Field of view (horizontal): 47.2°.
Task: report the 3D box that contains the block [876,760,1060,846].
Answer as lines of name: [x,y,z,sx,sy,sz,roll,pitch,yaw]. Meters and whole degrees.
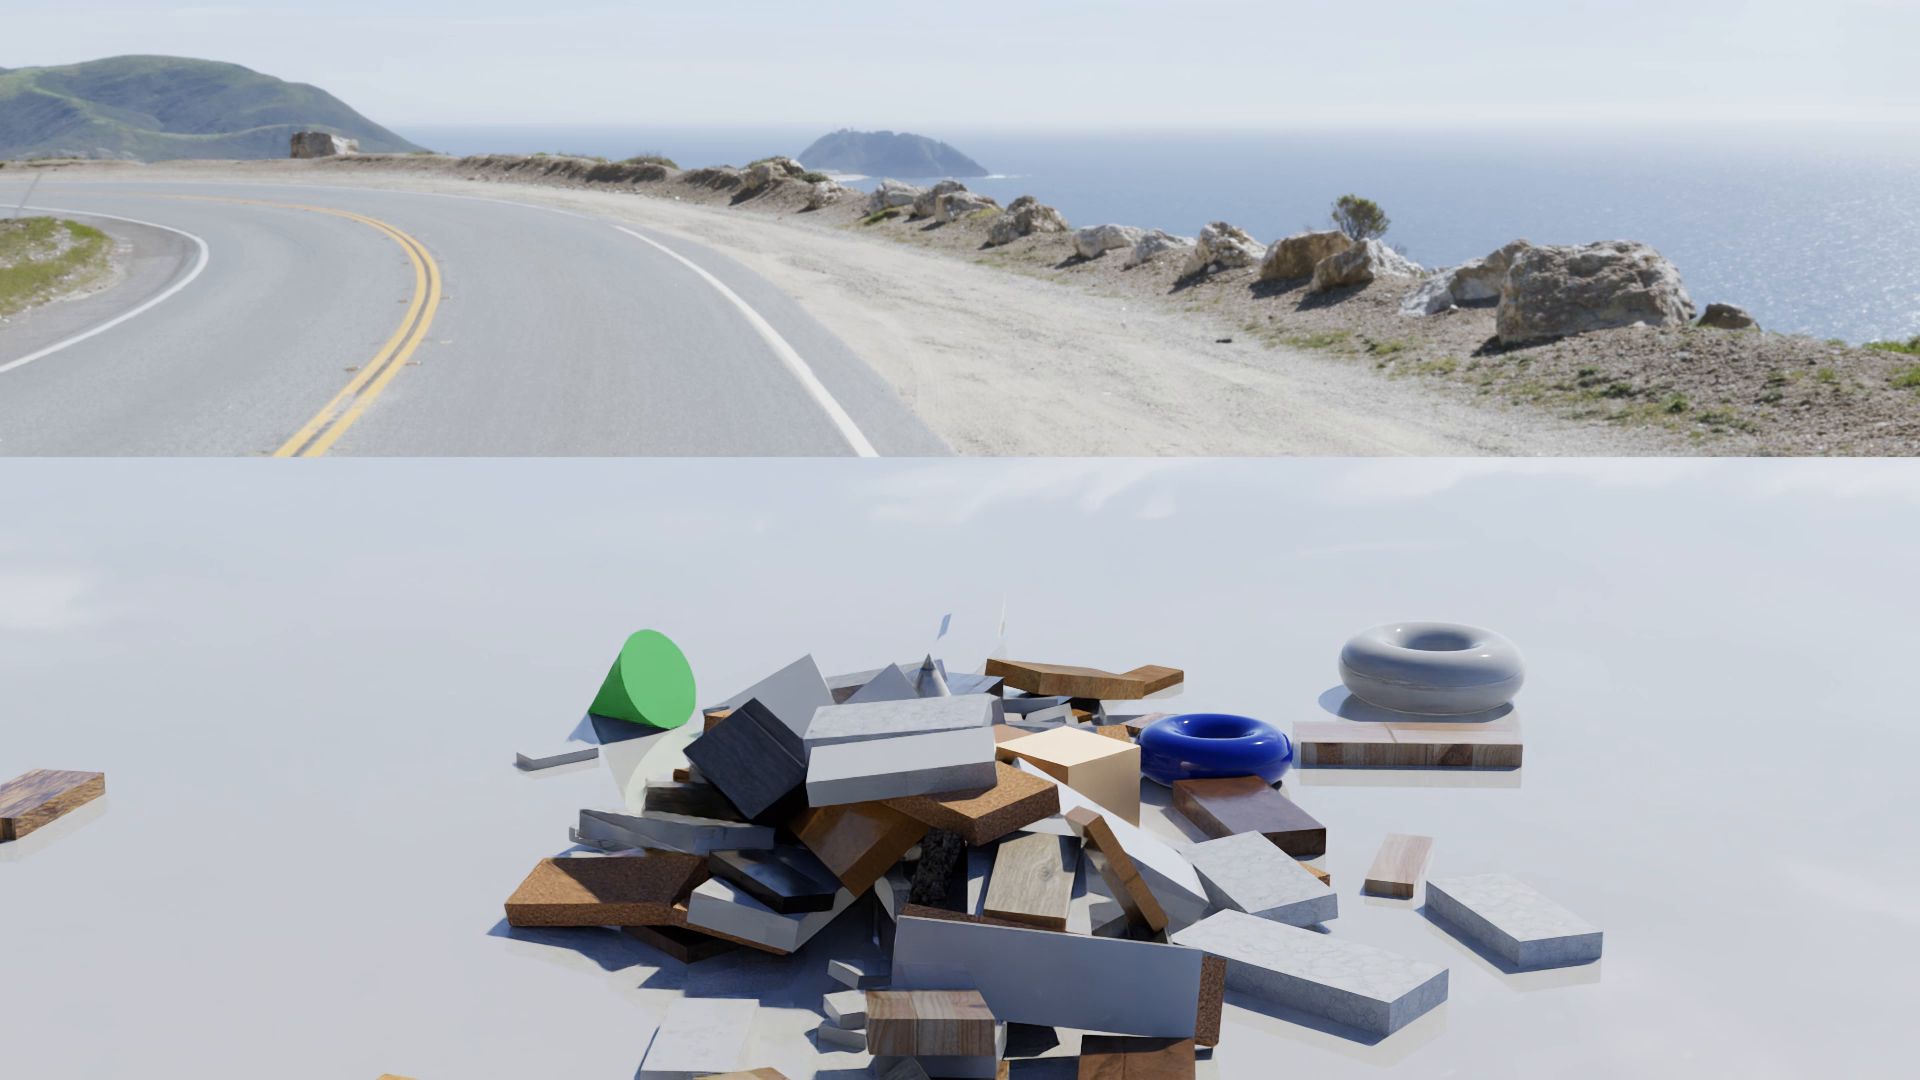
block: [-0.045,0.377,3.479,0.159,0.045,0.452,-18,19,-33]

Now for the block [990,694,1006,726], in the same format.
block: [-0.068,0.414,4.042,0.382,0.111,0.031,-26,24,-32]

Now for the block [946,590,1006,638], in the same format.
block: [0.026,0.257,5.227,0.126,0.036,1.187,1,11,3]

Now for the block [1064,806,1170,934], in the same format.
block: [0.234,0.494,3.302,0.028,0.199,0.099,-35,11,-14]

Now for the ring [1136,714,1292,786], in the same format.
ring: [0.497,0.417,4.323,0.313,0.104,0.313,0,9,0]

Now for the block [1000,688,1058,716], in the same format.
block: [0.143,0.349,4.764,0.126,0.036,0.251,0,2,-1]

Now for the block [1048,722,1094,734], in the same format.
block: [0.168,0.427,4.174,0.095,0.027,0.190,13,46,40]

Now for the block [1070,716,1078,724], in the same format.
block: [0.201,0.395,4.511,0.090,0.026,0.181,-15,2,2]

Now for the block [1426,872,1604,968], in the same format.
block: [0.877,0.601,3.499,0.145,0.041,0.291,-3,11,-16]

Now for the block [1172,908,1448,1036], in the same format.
block: [0.511,0.638,3.274,0.386,0.049,0.174,9,14,39]

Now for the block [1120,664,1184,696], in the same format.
block: [0.422,0.323,5.035,0.095,0.027,0.190,8,13,36]

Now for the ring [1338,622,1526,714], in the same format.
ring: [1.059,0.284,4.941,0.417,0.139,0.417,-1,12,0]

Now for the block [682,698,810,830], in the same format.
block: [-0.345,0.386,3.762,0.159,0.045,0.318,-36,30,-14]

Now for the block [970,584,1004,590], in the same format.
block: [0.043,0.262,5.364,0.089,0.025,1.401,1,11,3]

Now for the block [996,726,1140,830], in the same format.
block: [0.189,0.453,3.900,0.184,0.184,0.184,-10,14,-42]

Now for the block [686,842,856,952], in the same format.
block: [-0.284,0.559,3.481,0.174,0.049,0.348,13,8,13]

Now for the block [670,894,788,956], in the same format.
block: [-0.345,0.596,3.418,0.190,0.027,0.095,13,8,12]

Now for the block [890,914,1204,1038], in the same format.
block: [0.116,0.597,2.996,0.418,0.123,0.035,7,-5,-3]

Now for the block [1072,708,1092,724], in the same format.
block: [0.224,0.380,4.673,0.107,0.015,0.054,-9,13,-39]

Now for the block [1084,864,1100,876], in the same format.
block: [0.263,0.535,3.744,0.161,0.081,0.023,10,14,42]

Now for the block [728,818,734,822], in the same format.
block: [-0.443,0.506,3.782,0.122,0.017,0.061,-7,12,-19]

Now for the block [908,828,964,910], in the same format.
block: [-0.047,0.530,3.269,0.028,0.199,0.099,18,-10,-14]

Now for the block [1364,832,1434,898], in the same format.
block: [0.758,0.557,3.783,0.081,0.023,0.261,4,11,19]

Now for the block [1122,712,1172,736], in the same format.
block: [0.398,0.385,4.587,0.064,0.018,0.128,9,14,41]

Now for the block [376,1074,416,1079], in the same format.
block: [-0.734,0.746,2.716,0.145,0.041,0.291,4,11,20]

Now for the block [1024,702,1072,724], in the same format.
block: [0.181,0.372,4.540,0.091,0.026,0.182,-14,2,7]

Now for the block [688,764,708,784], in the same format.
block: [-0.403,0.417,4.099,0.161,0.046,0.322,6,1,0]

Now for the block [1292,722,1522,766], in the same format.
block: [0.908,0.415,4.486,0.440,0.046,0.161,0,11,2]

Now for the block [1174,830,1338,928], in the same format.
block: [0.484,0.563,3.621,0.152,0.043,0.304,-10,15,-15]

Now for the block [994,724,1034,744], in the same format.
block: [0.071,0.443,4.025,0.159,0.159,0.159,-10,14,-42]

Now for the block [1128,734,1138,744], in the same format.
block: [0.365,0.415,4.540,0.089,0.025,0.178,6,12,29]

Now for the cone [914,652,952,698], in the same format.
cone: [-0.059,0.351,4.191,0.280,0.280,0.280,0,11,0]

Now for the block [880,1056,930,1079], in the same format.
block: [-0.103,0.703,2.575,0.191,0.027,0.095,-38,57,-6]

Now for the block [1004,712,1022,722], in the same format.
block: [0.077,0.372,4.462,0.064,0.018,0.128,-26,-14,17]

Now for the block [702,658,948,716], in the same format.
block: [-0.285,0.321,4.531,0.559,0.048,0.168,-12,4,43]

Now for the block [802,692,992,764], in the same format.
block: [-0.099,0.306,3.591,0.291,0.041,0.145,-5,16,8]

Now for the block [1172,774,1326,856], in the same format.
block: [0.522,0.503,4.007,0.168,0.048,0.336,-3,11,-13]

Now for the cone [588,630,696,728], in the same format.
cone: [-0.730,0.337,4.759,0.224,0.224,0.224,-25,-4,31]

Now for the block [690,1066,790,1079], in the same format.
block: [-0.245,0.724,2.771,0.123,0.035,0.247,-2,5,-28]

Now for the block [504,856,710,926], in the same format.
block: [-0.566,0.563,3.530,0.291,0.041,0.145,-4,21,18]

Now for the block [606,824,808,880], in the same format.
block: [-0.422,0.548,3.727,0.321,0.046,0.161,-8,13,-23]
